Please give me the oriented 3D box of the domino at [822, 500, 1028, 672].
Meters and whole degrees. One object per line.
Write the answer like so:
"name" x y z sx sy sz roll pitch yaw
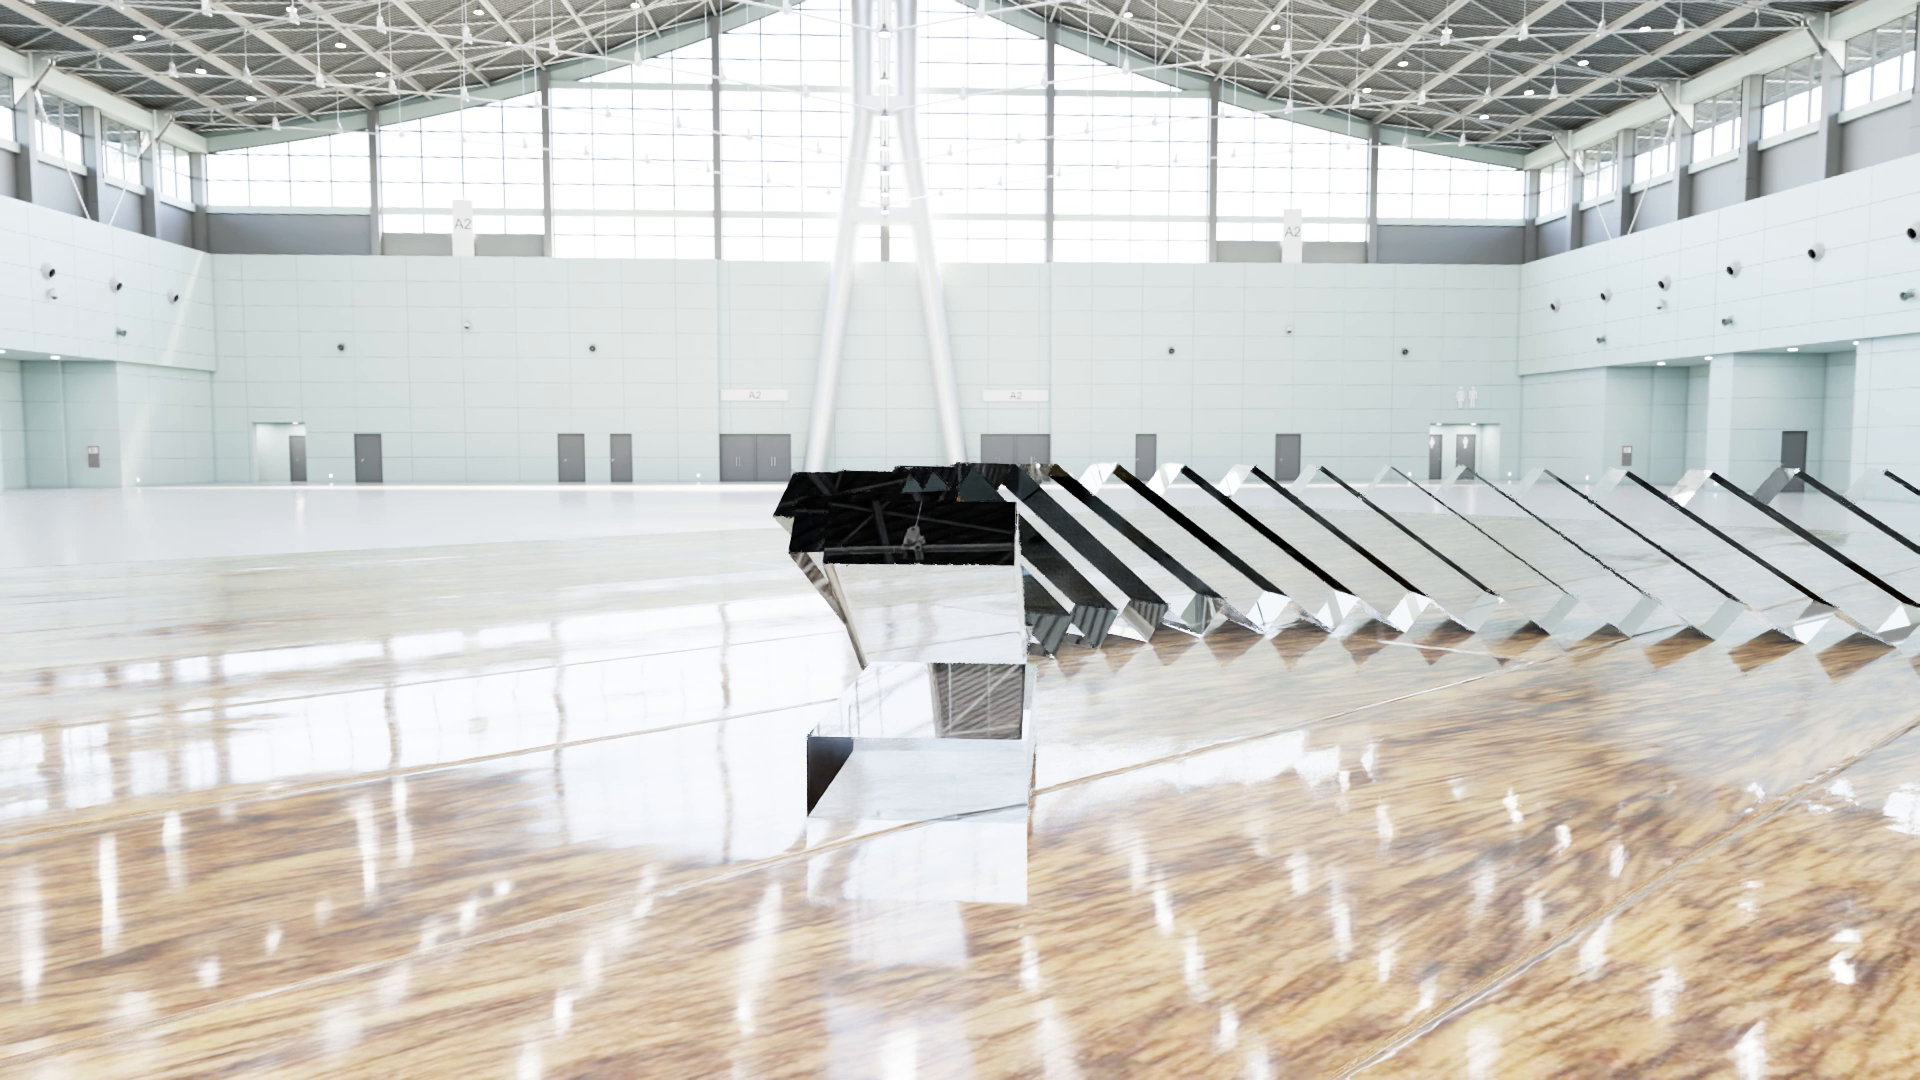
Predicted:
"domino" -0.003 0.011 0.190 0.025 0.009 0.050 0 -28 5

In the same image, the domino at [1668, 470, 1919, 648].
"domino" 0.183 0.003 0.284 0.050 0.010 0.025 38 15 13

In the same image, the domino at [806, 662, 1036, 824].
"domino" -0.003 0.025 0.169 0.025 0.009 0.050 0 4 5

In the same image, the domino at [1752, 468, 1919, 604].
"domino" 0.200 0.003 0.279 0.050 0.010 0.025 39 17 16

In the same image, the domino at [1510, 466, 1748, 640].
"domino" 0.151 0.002 0.293 0.050 0.009 0.025 38 15 12

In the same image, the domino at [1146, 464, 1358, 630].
"domino" 0.067 0.001 0.300 0.050 0.010 0.025 37 1 -4

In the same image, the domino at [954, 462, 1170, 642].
"domino" 0.020 0.002 0.278 0.050 0.010 0.025 41 -15 -25

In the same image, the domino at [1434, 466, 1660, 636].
"domino" 0.135 0.002 0.298 0.050 0.010 0.025 38 14 11

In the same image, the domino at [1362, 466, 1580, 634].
"domino" 0.118 0.001 0.301 0.050 0.010 0.025 38 12 10

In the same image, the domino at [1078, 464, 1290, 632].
"domino" 0.050 0.001 0.296 0.050 0.010 0.025 37 -2 -8

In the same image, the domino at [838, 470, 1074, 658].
"domino" -0.002 0.005 0.249 0.025 0.010 0.050 4 -31 43

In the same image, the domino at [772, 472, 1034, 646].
"domino" -0.009 0.006 0.232 0.025 0.009 0.050 3 -32 34

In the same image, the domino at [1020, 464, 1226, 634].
"domino" 0.034 0.002 0.290 0.050 0.010 0.025 37 -6 -13

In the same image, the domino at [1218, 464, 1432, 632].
"domino" 0.084 0.001 0.301 0.050 0.009 0.025 37 5 -1

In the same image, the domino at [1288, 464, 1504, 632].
"domino" 0.101 0.001 0.302 0.050 0.010 0.025 37 8 4

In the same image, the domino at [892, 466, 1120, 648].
"domino" 0.008 0.004 0.264 0.050 0.010 0.025 43 -22 -32

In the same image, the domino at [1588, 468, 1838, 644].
"domino" 0.167 0.003 0.289 0.050 0.010 0.025 38 14 12

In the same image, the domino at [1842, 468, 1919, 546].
"domino" 0.216 0.003 0.274 0.050 0.009 0.025 41 21 20

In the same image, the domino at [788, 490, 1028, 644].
"domino" -0.007 0.009 0.208 0.025 0.010 0.050 -2 -28 15
